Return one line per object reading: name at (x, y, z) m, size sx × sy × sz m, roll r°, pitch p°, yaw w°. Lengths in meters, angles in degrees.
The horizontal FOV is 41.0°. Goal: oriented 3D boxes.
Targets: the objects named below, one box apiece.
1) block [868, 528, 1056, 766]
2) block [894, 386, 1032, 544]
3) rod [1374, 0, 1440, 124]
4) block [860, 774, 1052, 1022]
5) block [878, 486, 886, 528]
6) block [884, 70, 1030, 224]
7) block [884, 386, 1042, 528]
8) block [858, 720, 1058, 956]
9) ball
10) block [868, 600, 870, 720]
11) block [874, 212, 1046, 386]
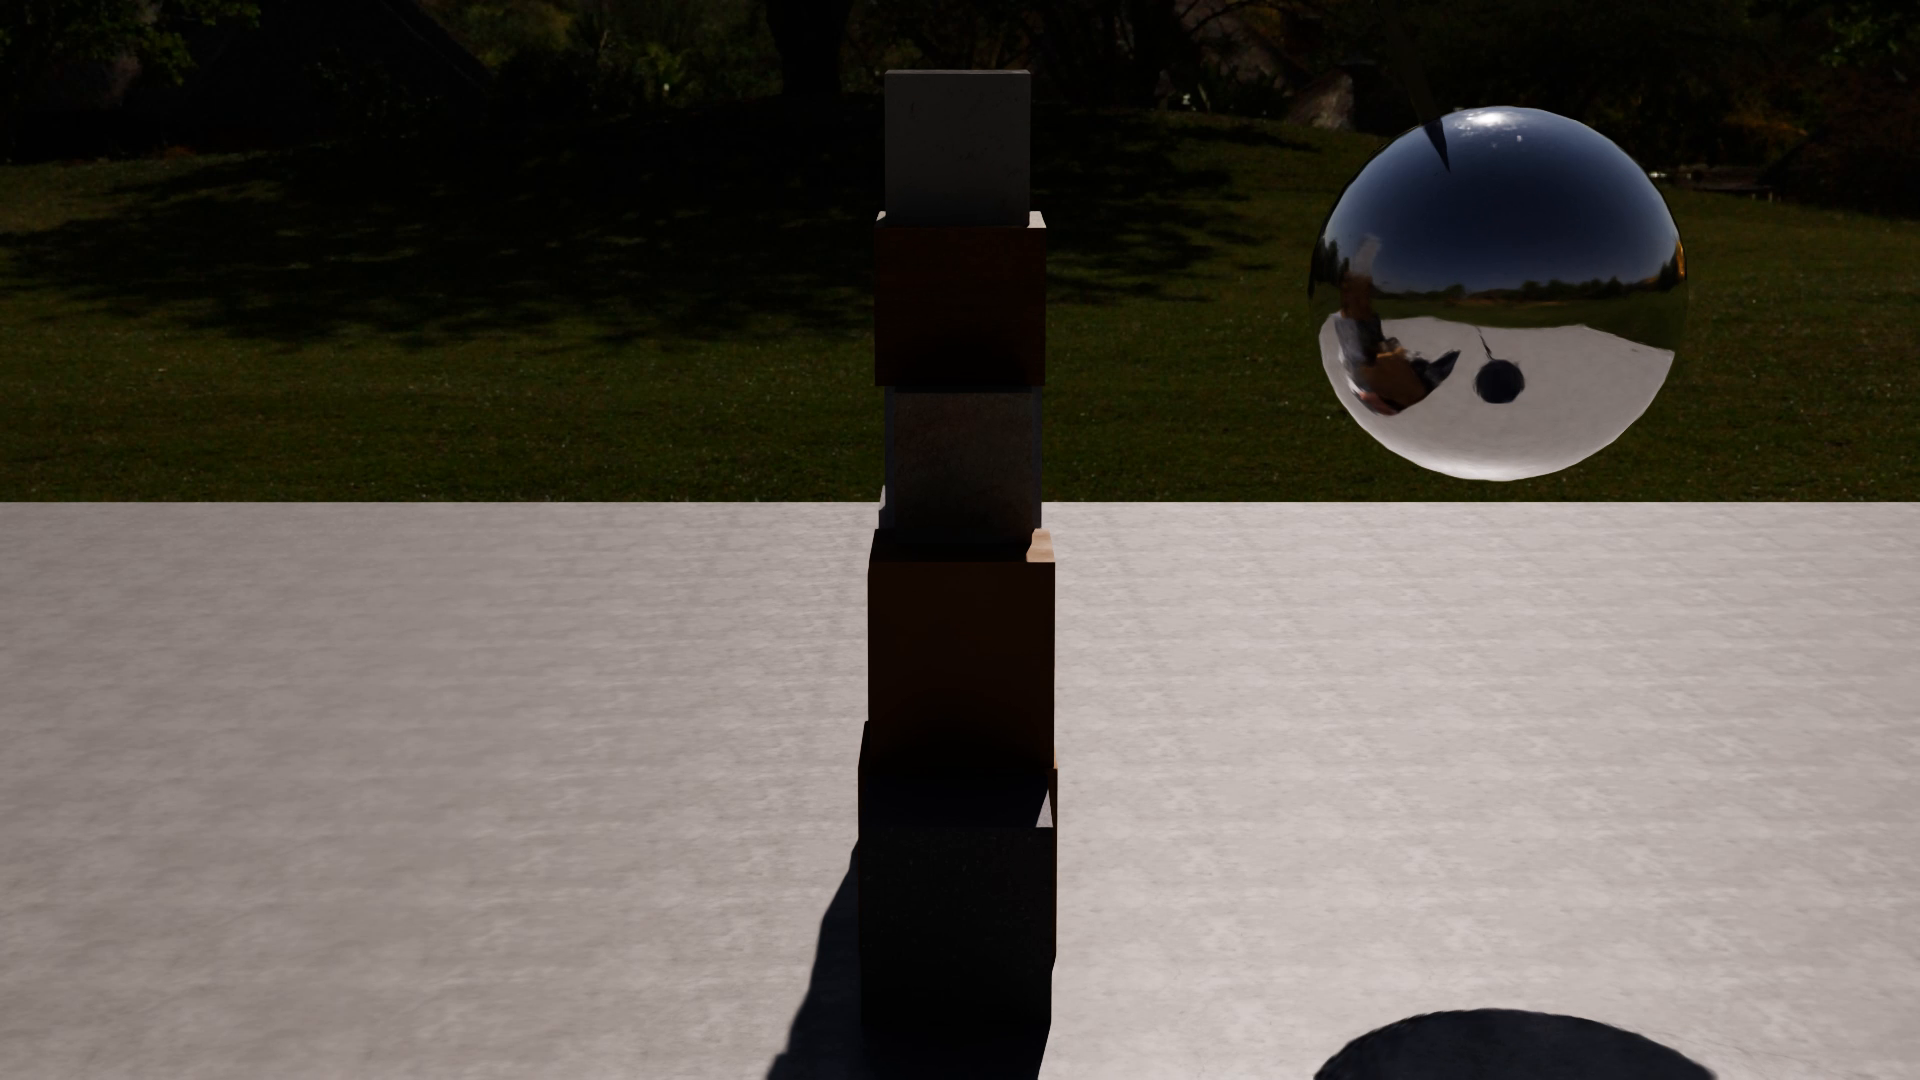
block at (0.008, 0.428, 10.535) m, size 0.734 × 0.830 × 0.752 m, roll 0°, pitch 10°, yaw 0°
block at (0.013, -0.347, 10.747) m, size 0.562 × 0.618 × 0.627 m, roll 0°, pitch 10°, yaw 0°
rod at (0.994, -4.142, 10.427) m, size 0.080 × 5.200 × 0.080 m, roll -22°, pitch 10°, yaw 4°
block at (-0.013, 1.370, 9.908) m, size 0.712 × 0.760 × 0.731 m, roll 0°, pitch 10°, yaw 0°
block at (-0.019, 0.175, 11.960) m, size 0.696 × 0.757 × 0.704 m, roll 0°, pitch 10°, yaw 0°
block at (-0.010, -1.662, 10.821) m, size 0.597 × 0.617 × 0.557 m, roll 0°, pitch 12°, yaw 0°
block at (0.015, -0.455, 11.410) m, size 0.678 × 0.683 × 0.696 m, roll 0°, pitch 12°, yaw 0°
block at (-0.009, 1.224, 10.653) m, size 0.796 × 0.780 × 0.766 m, roll 0°, pitch 10°, yaw 0°
ball at (2.295, -1.051, 10.989) m, size 1.600 × 1.600 × 1.600 m, roll 0°, pitch 10°, yaw 0°
block at (-0.019, 0.418, 11.281) m, size 0.749 × 0.682 × 0.699 m, roll 0°, pitch 10°, yaw 0°
block at (0.000, -1.042, 10.958) m, size 0.706 × 0.653 × 0.820 m, roll 0°, pitch 12°, yaw 0°
